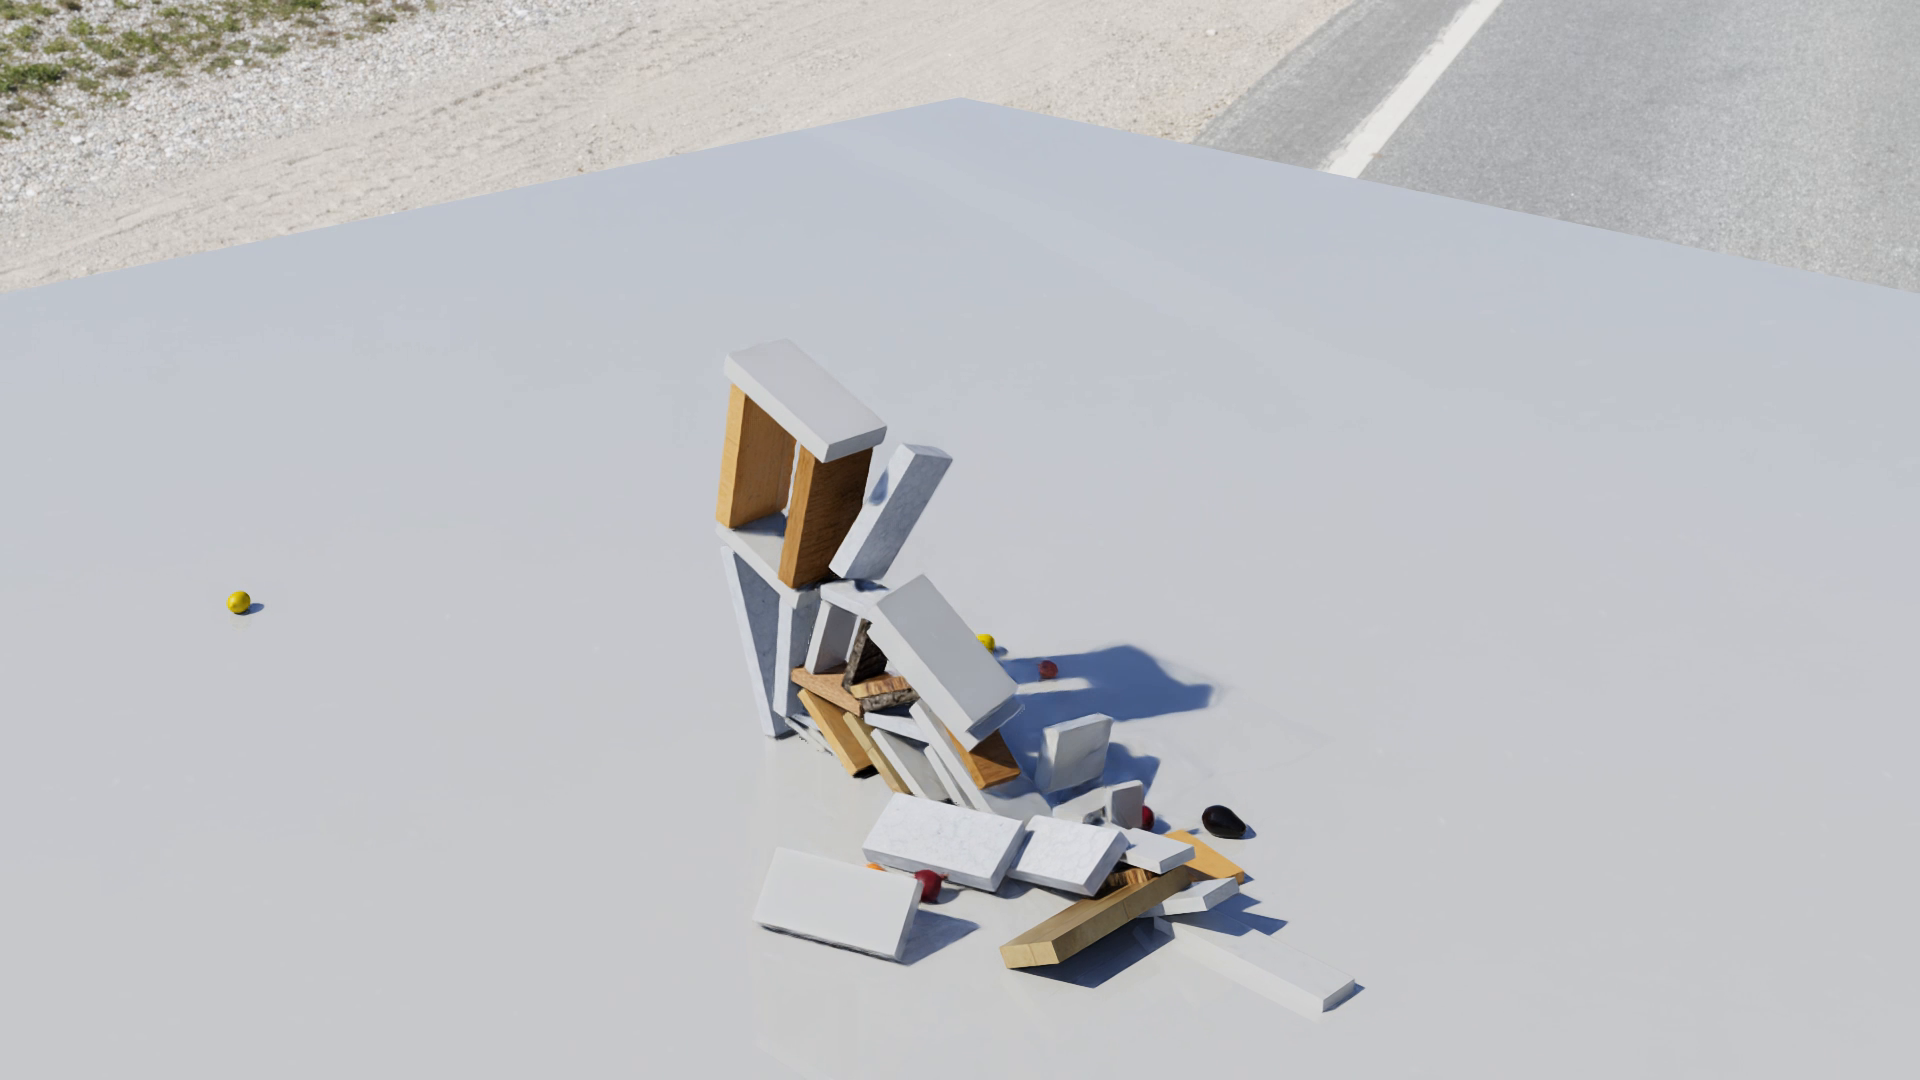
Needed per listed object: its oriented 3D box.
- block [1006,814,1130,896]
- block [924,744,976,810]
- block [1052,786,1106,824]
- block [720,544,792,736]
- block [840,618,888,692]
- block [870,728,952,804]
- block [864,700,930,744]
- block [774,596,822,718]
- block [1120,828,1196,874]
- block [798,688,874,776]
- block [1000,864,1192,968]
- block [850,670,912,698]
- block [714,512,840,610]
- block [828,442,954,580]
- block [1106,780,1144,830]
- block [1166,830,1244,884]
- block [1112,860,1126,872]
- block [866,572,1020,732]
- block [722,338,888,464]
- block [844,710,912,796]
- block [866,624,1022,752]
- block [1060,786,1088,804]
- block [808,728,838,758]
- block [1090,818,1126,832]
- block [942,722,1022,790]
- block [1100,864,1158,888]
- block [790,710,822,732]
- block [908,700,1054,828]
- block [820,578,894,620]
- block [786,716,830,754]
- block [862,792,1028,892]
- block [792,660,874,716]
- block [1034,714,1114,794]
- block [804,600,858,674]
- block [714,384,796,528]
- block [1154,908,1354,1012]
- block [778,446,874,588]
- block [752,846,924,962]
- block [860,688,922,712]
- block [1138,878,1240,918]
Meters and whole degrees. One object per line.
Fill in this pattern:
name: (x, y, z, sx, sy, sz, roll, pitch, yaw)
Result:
block: (0.195, 0.593, 4.146, 0.254, 0.036, 0.127, 2, 48, 54)
block: (0.020, 0.485, 4.413, 0.101, 0.029, 0.202, -21, 75, -41)
block: (0.261, 0.523, 4.330, 0.070, 0.020, 0.180, 11, 14, 34)
block: (-0.405, 0.200, 4.756, 0.140, 0.424, 0.040, -22, 14, -41)
block: (-0.181, 0.224, 4.517, 0.094, 0.187, 0.027, -22, 52, -41)
block: (-0.084, 0.454, 4.513, 0.101, 0.029, 0.202, -22, 66, -41)
block: (-0.090, 0.365, 4.485, 0.101, 0.029, 0.202, -22, 24, -41)
block: (-0.324, 0.231, 4.681, 0.140, 0.280, 0.040, -21, 38, -41)
block: (0.349, 0.577, 4.089, 0.085, 0.024, 0.171, -19, 16, -32)
block: (-0.241, 0.389, 4.644, 0.106, 0.030, 0.211, -21, 70, -41)
block: (0.249, 0.684, 4.012, 0.364, 0.041, 0.144, -22, 2, -41)
block: (-0.130, 0.284, 4.477, 0.094, 0.027, 0.188, -22, 5, -41)
block: (-0.377, 0.028, 4.650, 0.140, 0.040, 0.280, -20, 50, -40)
block: (-0.141, -0.056, 4.491, 0.043, 0.301, 0.151, 38, 17, 25)
block: (0.322, 0.541, 4.306, 0.070, 0.140, 0.020, -10, 25, -22)
block: (0.453, 0.624, 4.257, 0.094, 0.027, 0.187, -15, 27, -31)
block: (0.259, 0.609, 4.202, 0.085, 0.024, 0.171, -22, 6, -41)
block: (-0.033, 0.220, 4.327, 0.301, 0.043, 0.151, 50, 46, 8)
block: (-0.315, -0.286, 4.452, 0.162, 0.046, 0.324, -21, 52, -41)
block: (-0.141, 0.429, 4.553, 0.106, 0.030, 0.212, -21, 69, -40)
block: (-0.030, 0.257, 4.362, 0.312, 0.043, 0.151, 49, 46, 7)
block: (0.233, 0.533, 4.486, 0.053, 0.015, 0.106, 0, 23, 1)
block: (-0.258, 0.429, 4.688, 0.063, 0.018, 0.126, -22, 46, -41)
block: (0.290, 0.587, 4.289, 0.140, 0.070, 0.020, 18, 29, 37)
block: (0.036, 0.398, 4.352, 0.094, 0.027, 0.188, -13, 64, -38)
block: (0.316, 0.622, 4.130, 0.086, 0.024, 0.171, -22, 2, -41)
block: (-0.315, 0.375, 4.726, 0.126, 0.018, 0.063, 21, 31, 40)
block: (0.044, 0.443, 4.365, 0.127, 0.036, 0.335, -22, 69, -41)
block: (-0.189, 0.121, 4.488, 0.094, 0.027, 0.187, -21, 32, -40)
block: (-0.311, 0.408, 4.735, 0.063, 0.018, 0.126, -22, 46, -41)
block: (-0.031, 0.581, 4.246, 0.288, 0.041, 0.144, 9, 47, 30)
block: (-0.244, 0.302, 4.610, 0.211, 0.030, 0.106, 23, 32, 39)
block: (0.232, 0.433, 4.487, 0.036, 0.127, 0.254, 15, 10, 27)
block: (-0.264, 0.189, 4.594, 0.094, 0.187, 0.027, -21, 51, -41)
block: (-0.420, -0.192, 4.604, 0.162, 0.324, 0.046, -21, 44, -41)
block: (0.527, 0.745, 3.972, 0.382, 0.027, 0.094, 21, 31, 40)
block: (-0.275, -0.065, 4.502, 0.162, 0.324, 0.046, -21, 45, -41)
block: (-0.224, 0.665, 4.028, 0.288, 0.041, 0.144, 10, 68, 22)
block: (-0.107, 0.309, 4.462, 0.094, 0.027, 0.188, -22, 2, -41)
block: (0.415, 0.658, 4.043, 0.094, 0.027, 0.187, -21, 2, -40)
